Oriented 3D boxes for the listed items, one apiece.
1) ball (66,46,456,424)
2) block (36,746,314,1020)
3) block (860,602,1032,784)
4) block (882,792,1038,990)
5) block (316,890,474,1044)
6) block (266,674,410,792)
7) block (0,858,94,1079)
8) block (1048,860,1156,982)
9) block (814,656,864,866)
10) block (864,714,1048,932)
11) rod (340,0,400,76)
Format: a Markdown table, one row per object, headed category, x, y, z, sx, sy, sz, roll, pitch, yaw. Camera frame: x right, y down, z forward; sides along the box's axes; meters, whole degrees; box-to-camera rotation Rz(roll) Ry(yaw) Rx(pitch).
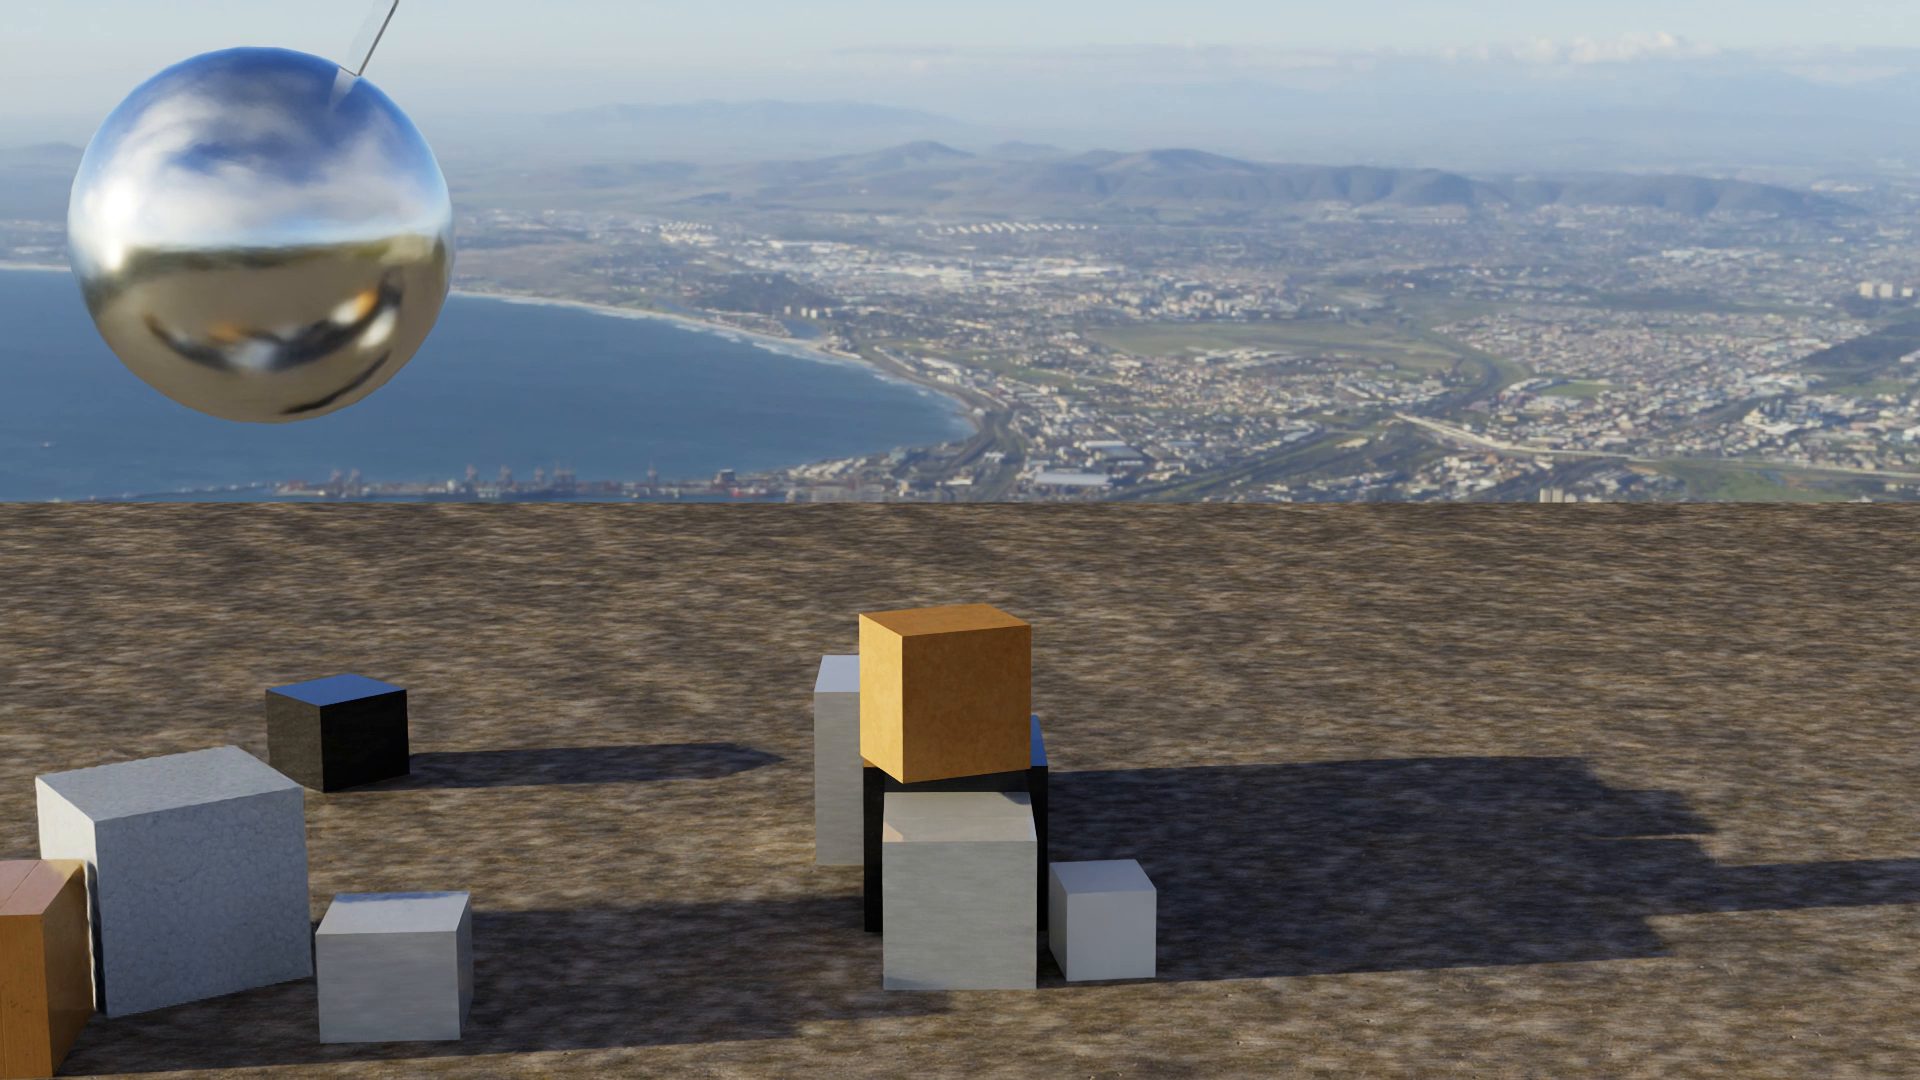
| category | x | y | z | sx | sy | sz | roll | pitch | yaw |
| --- | --- | --- | --- | --- | --- | --- | --- | --- | --- |
| ball | -2.966 | -1.295 | 10.945 | 1.600 | 1.600 | 1.600 | 0 | 10 | 0 |
| block | -3.097 | 1.324 | 10.109 | 0.803 | 0.773 | 0.771 | -8 | 13 | -34 |
| block | -0.063 | 0.619 | 10.531 | 0.563 | 0.602 | 0.475 | -4 | 11 | -23 |
| block | -0.006 | 1.390 | 10.246 | 0.594 | 0.598 | 0.688 | 0 | 10 | -1 |
| block | -2.111 | 1.595 | 9.622 | 0.507 | 0.418 | 0.469 | -1 | 10 | -4 |
| block | -3.151 | 0.971 | 12.991 | 0.505 | 0.442 | 0.501 | 10 | 14 | 43 |
| block | -3.612 | 1.556 | 9.318 | 0.729 | 0.604 | 0.651 | -1 | 10 | -6 |
| block | 0.566 | 1.513 | 10.243 | 0.355 | 0.358 | 0.404 | -1 | 10 | -8 |
| block | -0.282 | 1.003 | 11.813 | 0.729 | 0.800 | 0.732 | 0 | 10 | 0 |
| block | -0.027 | 1.199 | 10.997 | 0.758 | 0.706 | 0.854 | 0 | 10 | -1 |
| rod | -1.285 | -4.203 | 10.416 | 0.080 | 5.200 | 0.080 | 29 | 9 | -5 |
